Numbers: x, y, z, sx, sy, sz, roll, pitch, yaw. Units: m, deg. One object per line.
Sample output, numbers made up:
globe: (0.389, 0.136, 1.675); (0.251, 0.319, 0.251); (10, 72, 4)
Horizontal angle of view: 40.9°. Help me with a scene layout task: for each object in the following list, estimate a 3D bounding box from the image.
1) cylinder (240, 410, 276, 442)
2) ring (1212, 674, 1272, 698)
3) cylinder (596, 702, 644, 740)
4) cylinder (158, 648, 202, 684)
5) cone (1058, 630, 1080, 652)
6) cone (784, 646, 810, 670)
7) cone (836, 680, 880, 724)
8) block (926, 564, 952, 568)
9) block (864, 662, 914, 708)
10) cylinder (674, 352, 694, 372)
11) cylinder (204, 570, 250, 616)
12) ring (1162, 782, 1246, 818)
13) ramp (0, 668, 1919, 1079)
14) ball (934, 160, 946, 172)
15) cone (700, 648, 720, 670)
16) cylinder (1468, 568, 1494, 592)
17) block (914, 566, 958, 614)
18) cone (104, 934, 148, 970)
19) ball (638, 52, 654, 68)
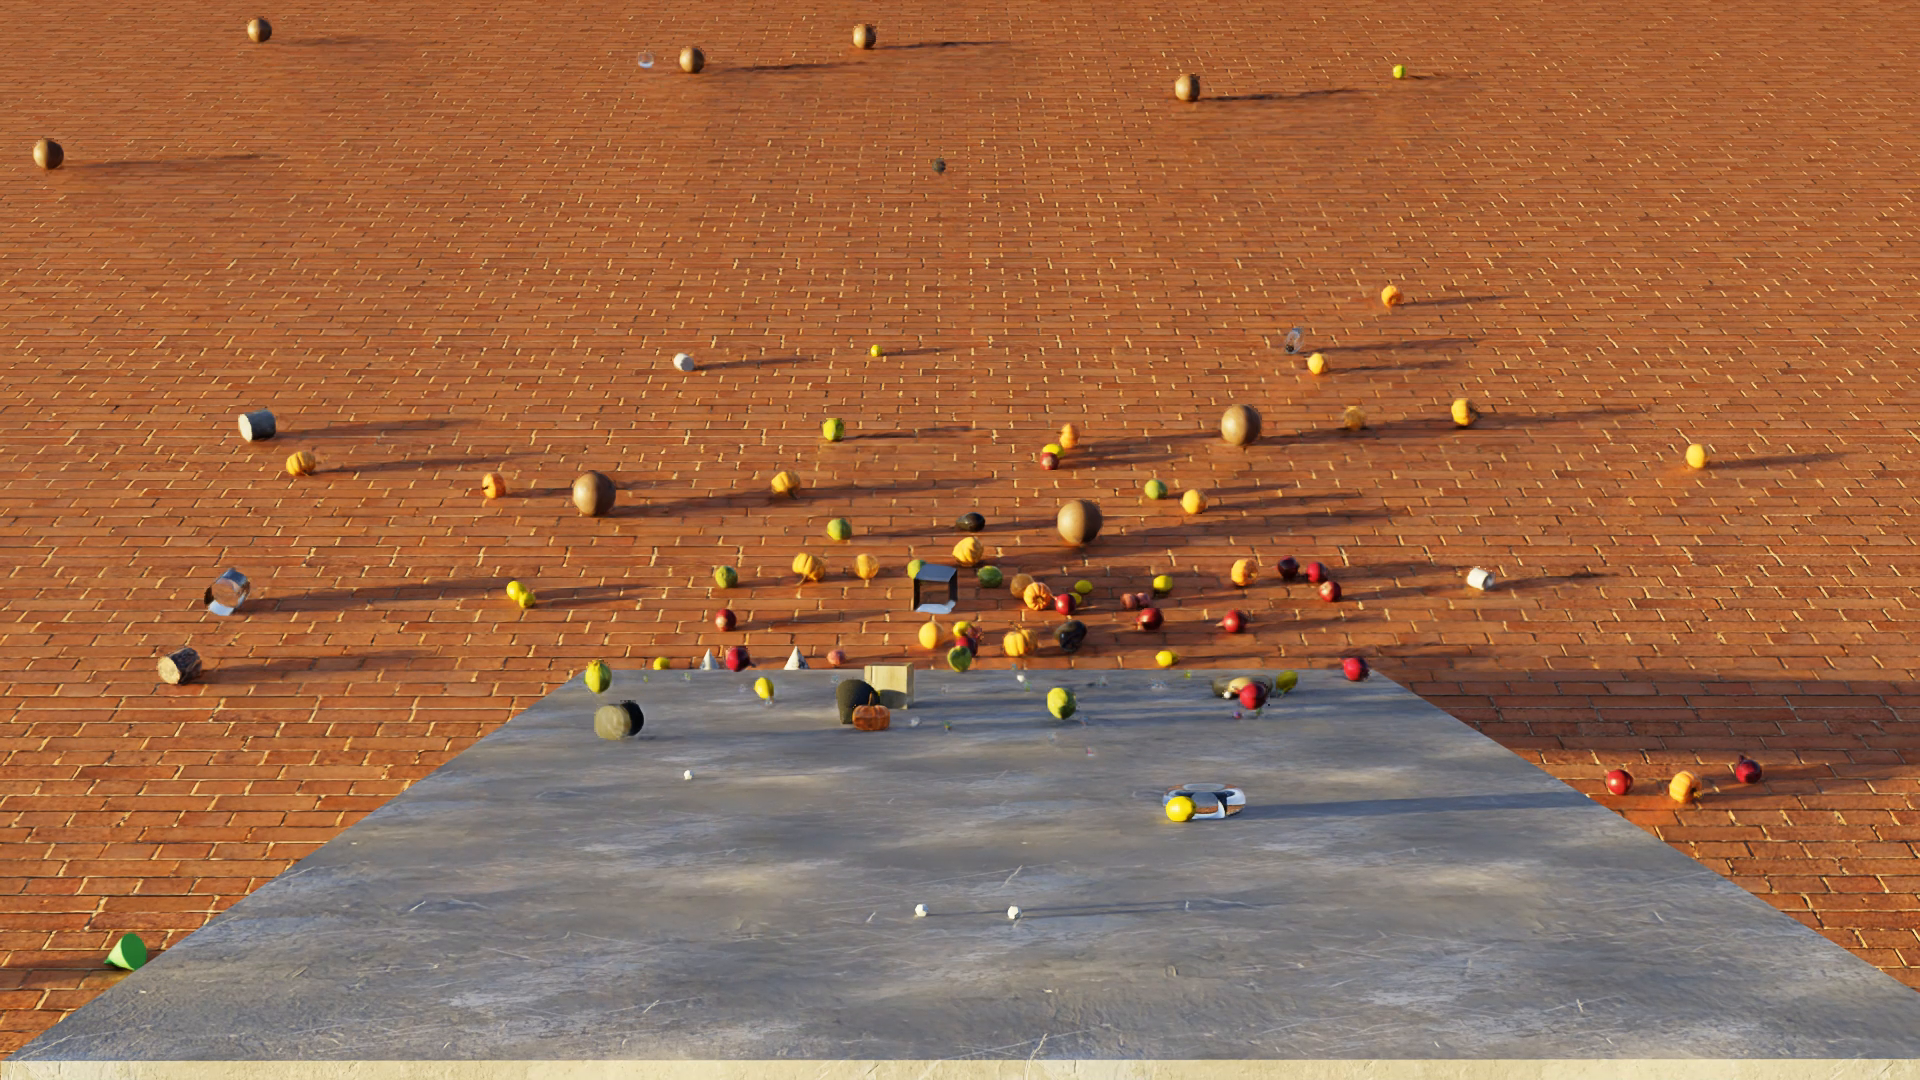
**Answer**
cylinder: (-2.281, -0.373, 8.357); (0.086, 0.086, 0.086); (-18, 29, -37)
ring: (0.647, 0.334, 5.894); (0.139, 0.046, 0.139); (-3, 0, 0)
cylinder: (-0.675, 0.358, 5.103); (0.069, 0.069, 0.069); (12, 8, 26)
cylinder: (-2.026, 0.327, 6.681); (0.076, 0.076, 0.076); (14, 25, 30)
cone: (0.279, 0.276, 6.815); (0.062, 0.062, 0.062); (10, 20, 22)
cone: (-0.424, 0.315, 6.689); (0.091, 0.091, 0.091); (0, 22, 0)
cone: (-0.230, 0.359, 5.386); (0.098, 0.098, 0.098); (7, 29, 17)
block: (-0.069, 0.115, 7.198); (0.071, 0.071, 0.071); (8, 24, 18)
block: (-0.156, 0.321, 5.682); (0.093, 0.093, 0.093); (0, 3, 9)
cylinder: (-0.965, -0.622, 9.003); (0.053, 0.053, 0.053); (-12, 26, -27)
cylinder: (-2.019, 0.146, 7.092); (0.095, 0.095, 0.095); (2, 24, 6)
ring: (0.391, 0.417, 4.120); (0.134, 0.045, 0.134); (-1, 3, 0)
ramp: (0.052, 0.470, 4.535); (2.000, 0.100, 4.000); (0, 3, 0)
ball: (-0.092, -1.677, 11.548); (0.056, 0.056, 0.056); (0, 22, 0)
cone: (-0.658, 0.309, 6.752); (0.054, 0.054, 0.054); (0, 22, 0)
cylinder: (1.464, 0.111, 7.232); (0.052, 0.052, 0.052); (-18, 29, -37)
block: (-0.067, 0.138, 7.109); (0.098, 0.098, 0.098); (6, 23, 14)
cone: (-1.767, 0.877, 5.401); (0.082, 0.082, 0.082); (-23, 17, 16)
ball: (-1.658, -2.532, 13.582); (0.081, 0.081, 0.081); (0, 22, 0)
